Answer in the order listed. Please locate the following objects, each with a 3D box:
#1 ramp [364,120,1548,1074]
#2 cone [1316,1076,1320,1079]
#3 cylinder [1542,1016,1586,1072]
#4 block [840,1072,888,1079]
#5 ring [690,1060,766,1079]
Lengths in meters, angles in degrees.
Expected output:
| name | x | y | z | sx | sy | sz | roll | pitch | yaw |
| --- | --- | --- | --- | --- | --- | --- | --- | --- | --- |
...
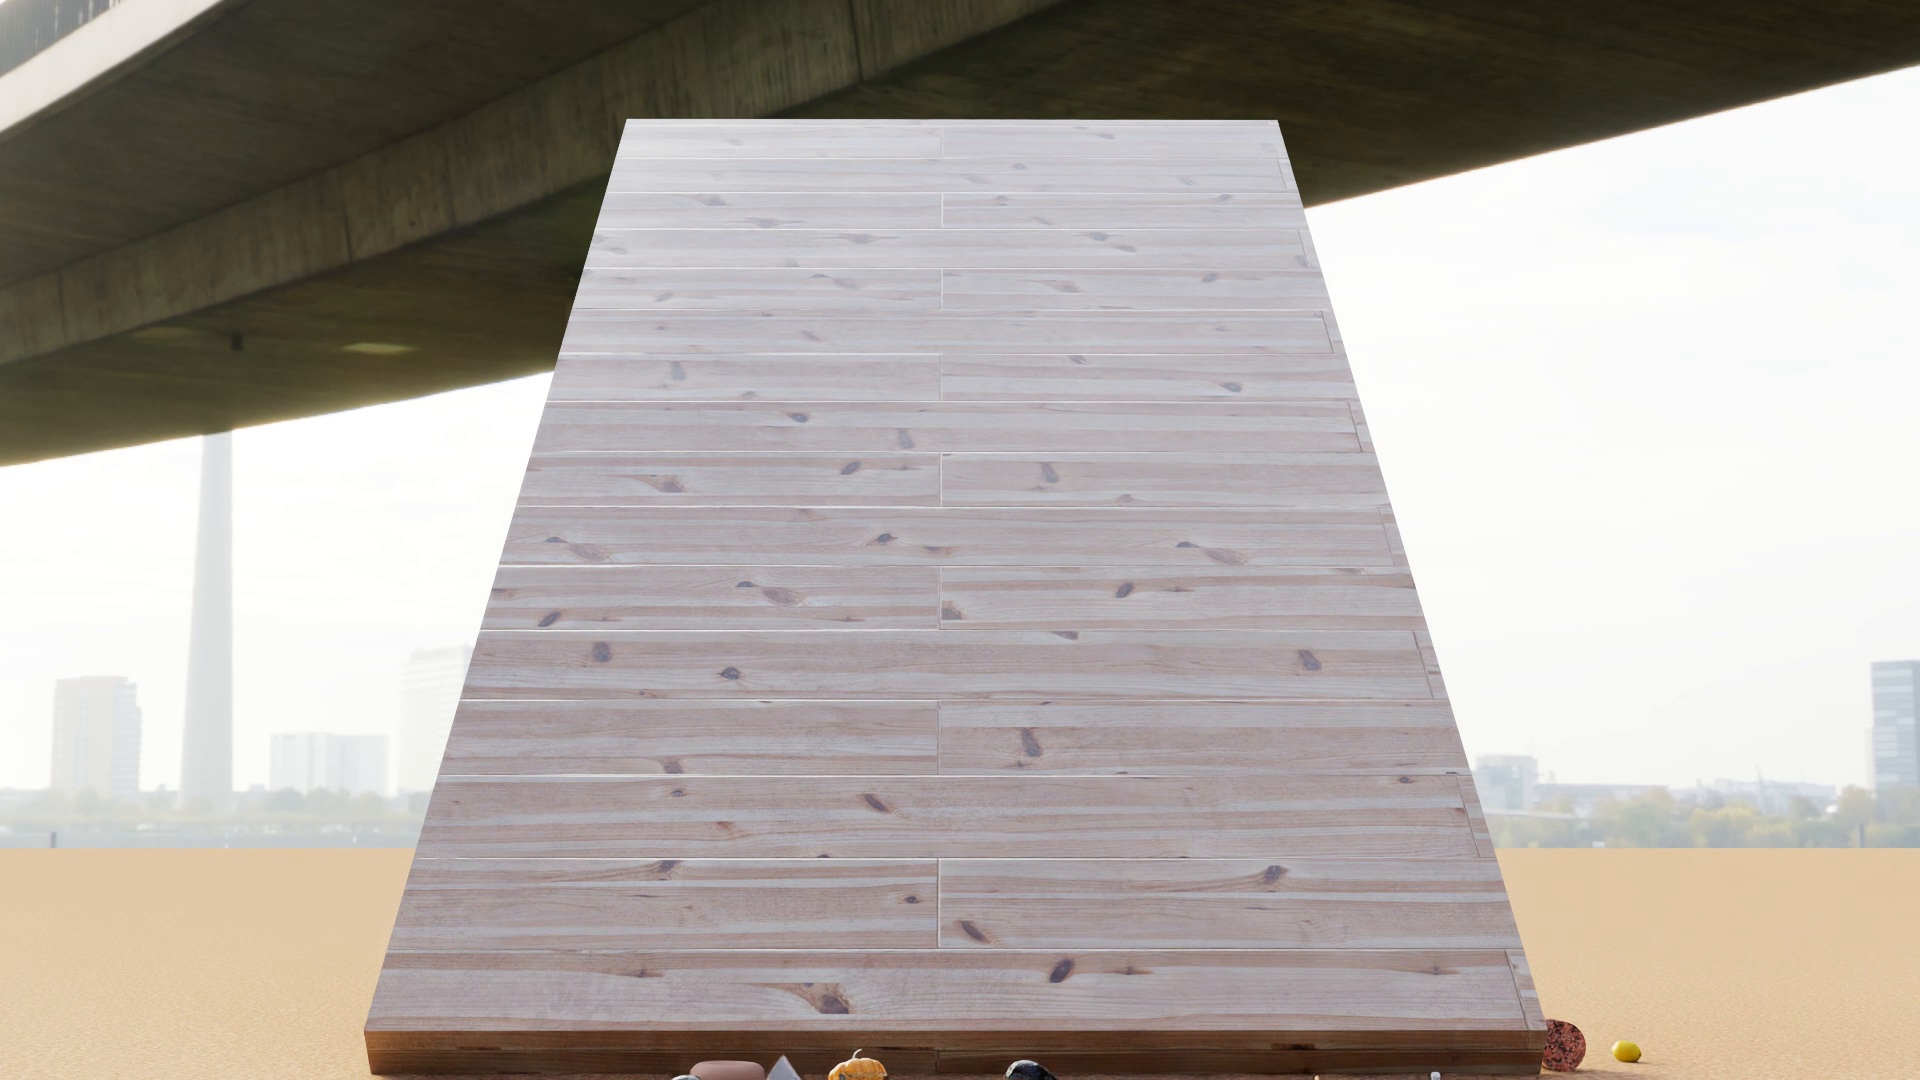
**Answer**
| name | x | y | z | sx | sy | sz | roll | pitch | yaw |
| --- | --- | --- | --- | --- | --- | --- | --- | --- | --- |
| ramp | -0.015 | -0.190 | 5.852 | 2.000 | 0.100 | 4.000 | 0 | 32 | 0 |
| cone | 0.497 | 0.780 | 3.400 | 0.072 | 0.072 | 0.072 | 0 | -7 | 0 |
| cylinder | 1.035 | 0.880 | 4.266 | 0.086 | 0.086 | 0.086 | 1 | 0 | -8 |
| block | -0.139 | 0.801 | 3.524 | 0.061 | 0.061 | 0.061 | 2 | -7 | -13 |
| ring | -0.375 | 0.863 | 3.943 | 0.122 | 0.041 | 0.122 | 1 | -8 | 0 |
